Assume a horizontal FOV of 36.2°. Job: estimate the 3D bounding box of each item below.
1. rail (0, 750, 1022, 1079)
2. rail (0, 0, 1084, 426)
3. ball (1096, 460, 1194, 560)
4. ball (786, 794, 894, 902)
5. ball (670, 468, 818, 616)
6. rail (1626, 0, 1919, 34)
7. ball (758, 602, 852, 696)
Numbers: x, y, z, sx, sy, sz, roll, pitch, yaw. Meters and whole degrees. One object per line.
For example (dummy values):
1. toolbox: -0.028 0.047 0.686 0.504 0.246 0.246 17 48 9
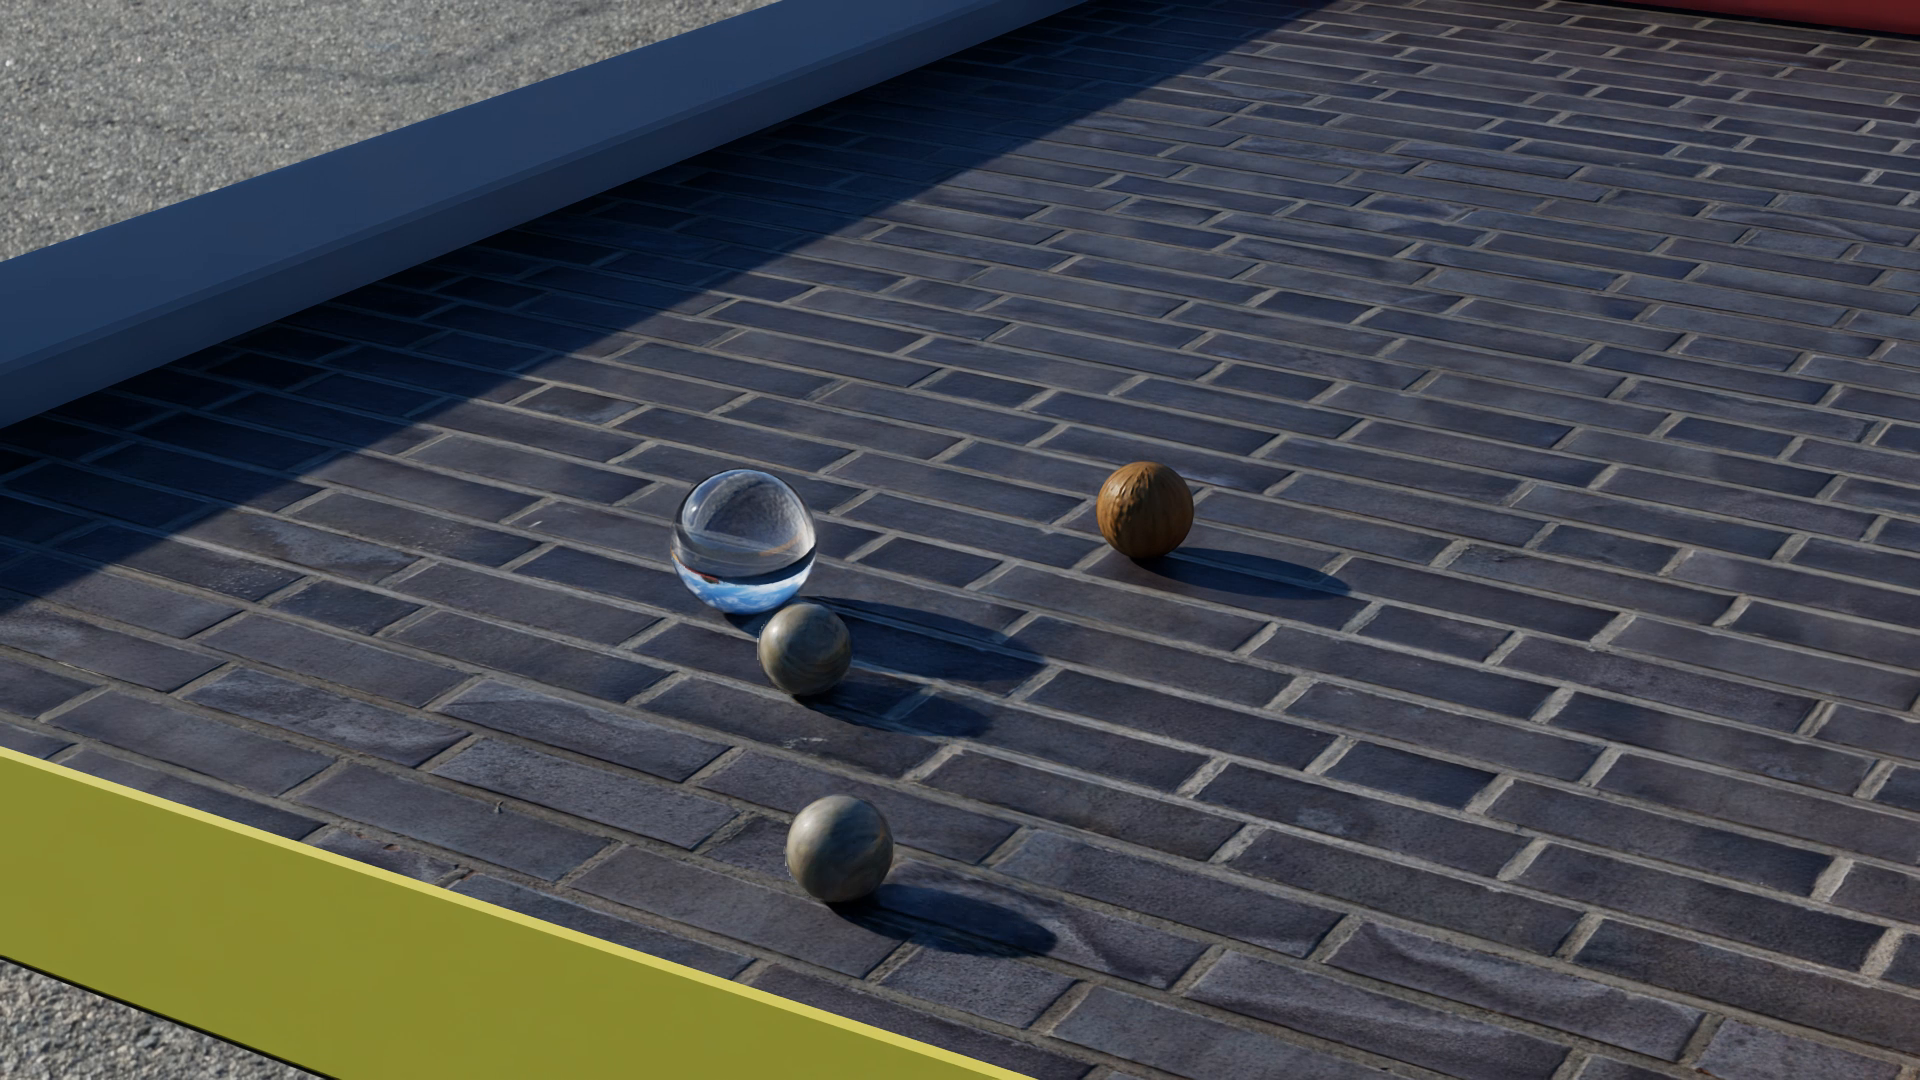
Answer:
1. rail: -0.333 0.193 1.469 1.626 0.129 0.045 13 26 28
2. rail: -0.335 -0.405 2.903 0.045 0.129 2.723 13 26 28
3. ball: 0.130 -0.021 2.061 0.069 0.069 0.069 0 23 0
4. ball: -0.066 0.170 1.617 0.059 0.059 0.059 0 23 0
5. ball: -0.145 0.001 1.969 0.099 0.099 0.099 0 23 0
6. rail: 1.023 -0.695 3.598 1.626 0.129 0.045 13 26 28
7. ball: -0.098 0.069 1.859 0.059 0.059 0.059 0 23 0
